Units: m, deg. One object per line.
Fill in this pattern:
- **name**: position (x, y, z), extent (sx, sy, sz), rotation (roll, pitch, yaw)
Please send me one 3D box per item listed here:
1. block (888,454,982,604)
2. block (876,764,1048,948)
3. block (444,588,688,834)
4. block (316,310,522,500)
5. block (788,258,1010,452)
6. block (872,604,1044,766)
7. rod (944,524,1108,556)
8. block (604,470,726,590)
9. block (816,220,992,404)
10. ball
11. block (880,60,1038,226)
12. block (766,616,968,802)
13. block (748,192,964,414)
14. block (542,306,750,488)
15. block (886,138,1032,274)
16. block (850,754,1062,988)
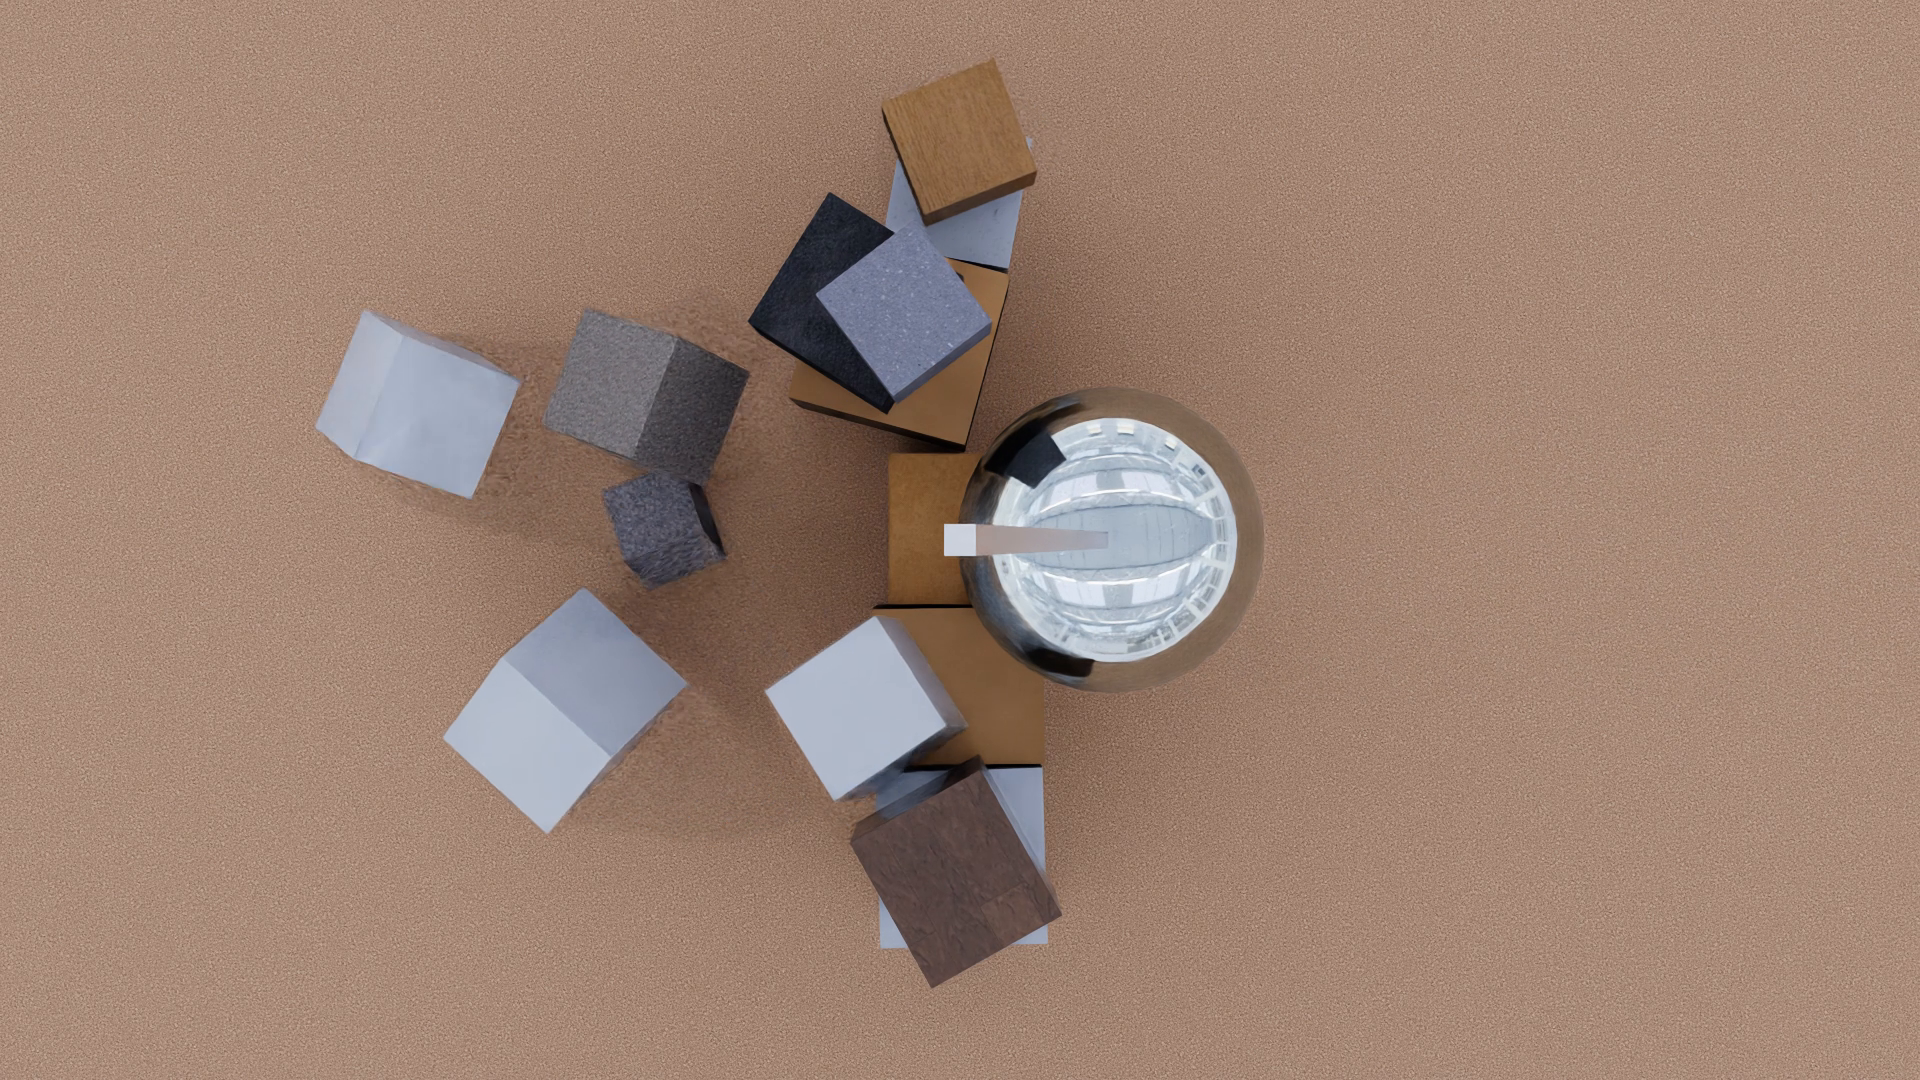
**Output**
- **block**: position (-0.015, -0.062, 12.641), extent (0.763, 0.719, 0.842), rotation (0, 90, 0)
- **block**: position (0.009, 1.739, 12.510), extent (0.913, 0.981, 0.960), rotation (-2, 90, 0)
- **block**: position (-2.228, 0.962, 12.427), extent (0.804, 0.787, 0.849), rotation (43, 129, 0)
- **block**: position (-3.075, -0.770, 12.467), extent (0.726, 0.744, 0.727), rotation (21, 94, -35)
- **block**: position (-0.332, -1.114, 12.505), extent (1.005, 0.989, 0.961), rotation (15, 90, 0)
- **block**: position (-0.011, 0.805, 12.544), extent (0.945, 0.912, 0.860), rotation (-1, 90, 0)
- **rod**: position (0.339, 0.000, 8.086), extent (0.080, 5.200, 0.080), rotation (0, 90, 7)
- **block**: position (-1.697, -0.080, 12.682), extent (0.476, 0.489, 0.459), rotation (-22, 67, 2)
- **block**: position (-0.269, -1.119, 10.904), extent (0.599, 0.659, 0.617), rotation (-37, 90, 0)
- **ball**: position (0.782, 0.000, 11.457), extent (1.600, 1.600, 1.600), rotation (0, 90, 0)
- **block**: position (-0.005, -2.150, 11.965), extent (0.648, 0.550, 0.634), rotation (-21, 91, 0)
- **block**: position (-0.485, 0.901, 11.726), extent (0.709, 0.647, 0.684), rotation (-34, 80, 6)
- **block**: position (-0.533, -1.232, 11.623), extent (0.812, 0.776, 0.785), rotation (32, 90, 0)
- **block**: position (-1.733, -0.786, 12.163), extent (0.682, 0.693, 0.694), rotation (20, 88, 31)
- **block**: position (-0.017, -1.938, 12.621), extent (0.720, 0.758, 0.736), rotation (10, 90, 0)
- **block**: position (-0.020, 1.728, 11.609), extent (0.765, 0.821, 0.852), rotation (-29, 90, 0)
